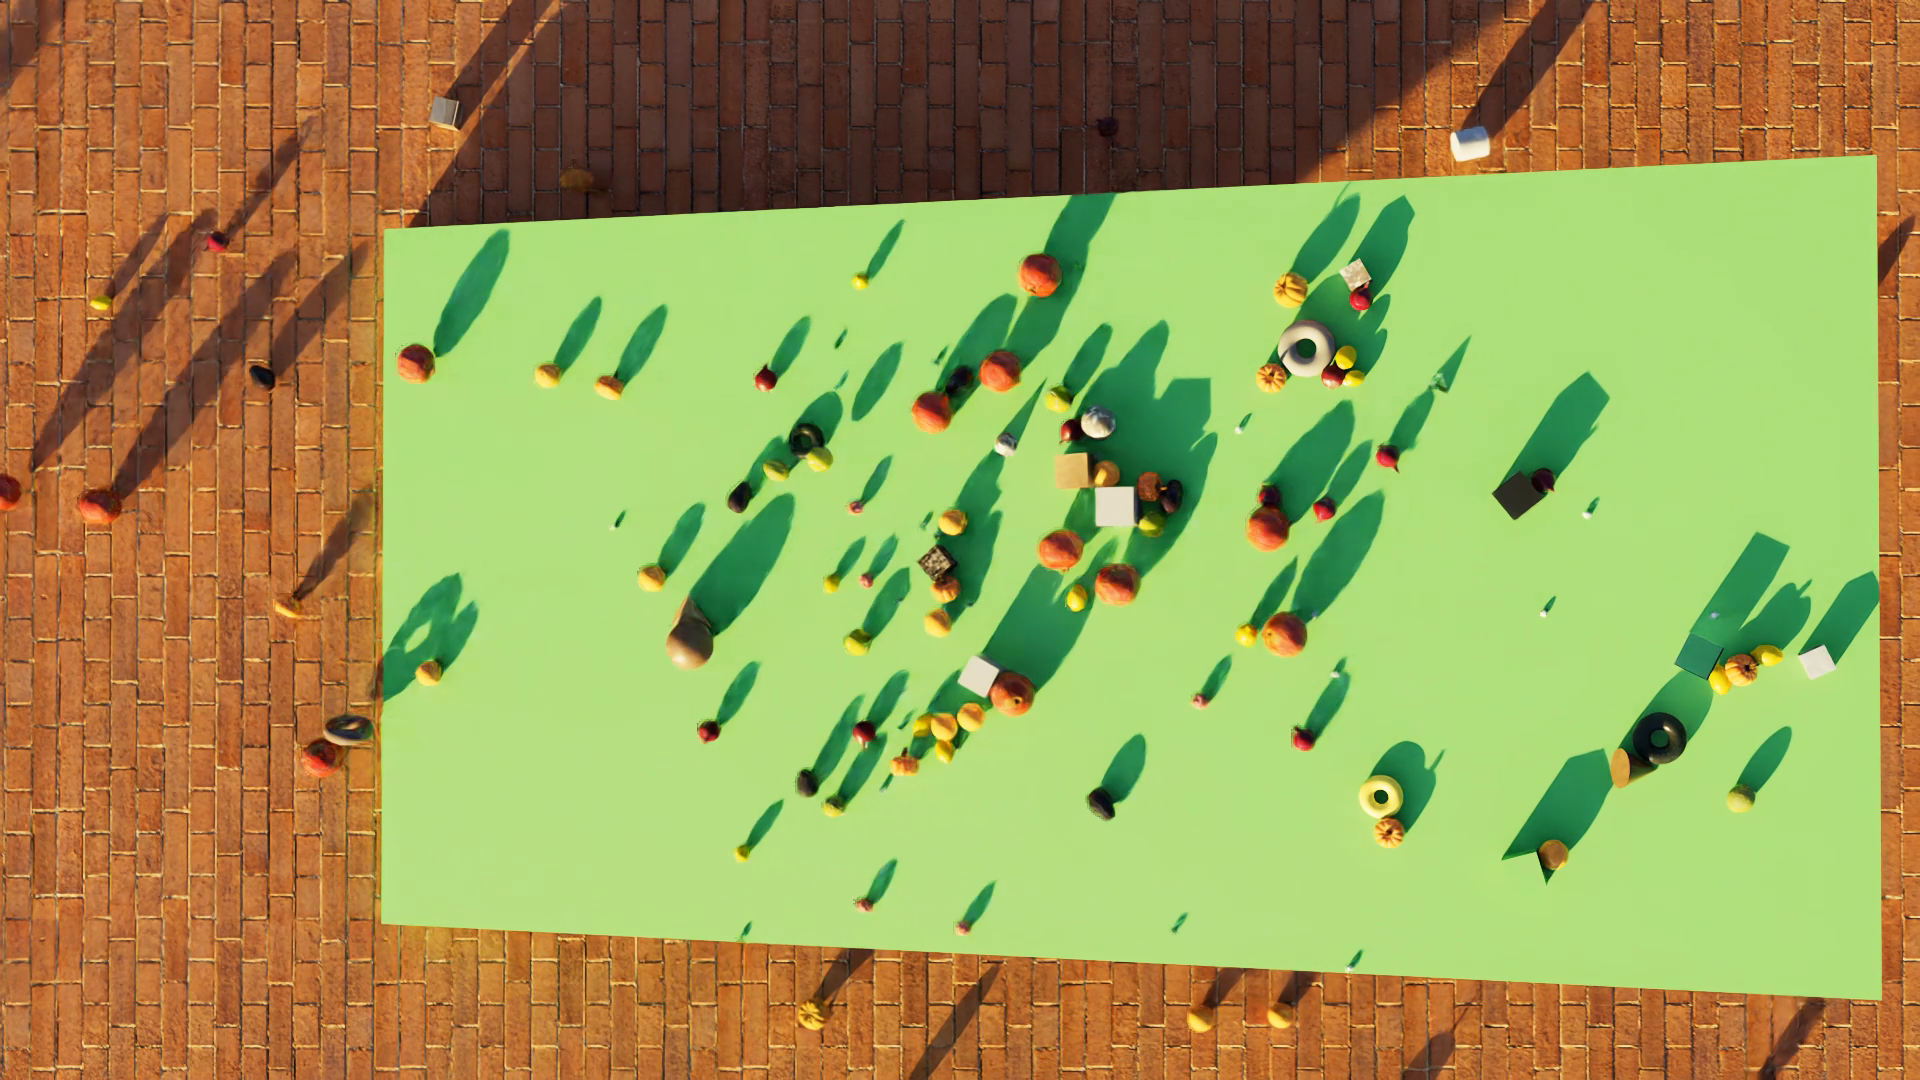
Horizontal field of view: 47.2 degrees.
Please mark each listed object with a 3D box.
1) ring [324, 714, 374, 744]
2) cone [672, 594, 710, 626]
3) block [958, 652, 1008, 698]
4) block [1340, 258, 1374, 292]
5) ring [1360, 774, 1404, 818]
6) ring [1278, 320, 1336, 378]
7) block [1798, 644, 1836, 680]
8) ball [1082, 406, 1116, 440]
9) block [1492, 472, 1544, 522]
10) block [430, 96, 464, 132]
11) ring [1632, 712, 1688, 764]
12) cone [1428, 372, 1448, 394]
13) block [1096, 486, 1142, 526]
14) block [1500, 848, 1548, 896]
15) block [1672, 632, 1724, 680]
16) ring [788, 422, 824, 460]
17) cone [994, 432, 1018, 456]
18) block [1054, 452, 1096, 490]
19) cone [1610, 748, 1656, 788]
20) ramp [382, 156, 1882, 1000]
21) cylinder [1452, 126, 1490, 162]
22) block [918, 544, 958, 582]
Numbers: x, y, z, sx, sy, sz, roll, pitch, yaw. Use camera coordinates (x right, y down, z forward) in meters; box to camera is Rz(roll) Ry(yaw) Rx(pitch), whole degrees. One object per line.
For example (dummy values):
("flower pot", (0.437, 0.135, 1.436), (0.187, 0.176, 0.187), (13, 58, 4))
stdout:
("ring", (-1.738, 0.540, 6.255), (0.141, 0.141, 0.047), (5, 111, 0))
("cone", (-0.725, 0.215, 6.033), (0.099, 0.099, 0.099), (28, 89, -12))
("block", (0.060, 0.356, 5.779), (0.085, 0.085, 0.085), (30, 97, 15))
("block", (0.997, -0.664, 5.532), (0.058, 0.058, 0.058), (-31, 81, 14))
("ring", (1.055, 0.643, 5.507), (0.110, 0.037, 0.110), (-1, 88, 17))
("ring", (0.878, -0.486, 5.569), (0.146, 0.049, 0.146), (0, 90, 15))
("block", (2.030, 0.289, 5.212), (0.062, 0.062, 0.062), (-27, 82, 14))
("ball", (0.359, -0.302, 5.697), (0.090, 0.090, 0.090), (0, 89, 0))
("block", (1.369, -0.107, 5.399), (0.087, 0.087, 0.087), (-40, 79, 12))
("block", (-1.496, -1.243, 6.412), (0.074, 0.074, 0.074), (12, 89, 0))
("ring", (1.692, 0.480, 5.319), (0.127, 0.042, 0.127), (-1, 88, 17))
("cone", (1.202, -0.381, 5.486), (0.050, 0.050, 0.050), (40, 89, -14))
("block", (0.410, -0.085, 5.674), (0.099, 0.099, 0.099), (-1, 89, 16))
("block", (1.381, 0.811, 5.382), (0.087, 0.087, 0.087), (-17, 84, 15))
("block", (1.771, 0.278, 5.276), (0.085, 0.085, 0.085), (27, 97, 15))
("ring", (-0.416, -0.267, 5.954), (0.102, 0.034, 0.102), (0, 90, 17))
("cone", (0.113, -0.253, 5.783), (0.063, 0.063, 0.063), (0, 89, 16))
("block", (0.299, -0.178, 5.715), (0.087, 0.087, 0.087), (-4, 88, 16))
("cone", (1.646, 0.555, 5.331), (0.098, 0.098, 0.098), (3, 89, -10))
("ramp", (0.271, 0.095, 5.817), (4.000, 0.100, 2.000), (0, 89, 16))
("cylinder", (1.486, -1.153, 6.404), (0.087, 0.087, 0.087), (-12, 89, 0))
("block", (-0.060, 0.061, 5.827), (0.068, 0.068, 0.068), (-42, 78, 12))
